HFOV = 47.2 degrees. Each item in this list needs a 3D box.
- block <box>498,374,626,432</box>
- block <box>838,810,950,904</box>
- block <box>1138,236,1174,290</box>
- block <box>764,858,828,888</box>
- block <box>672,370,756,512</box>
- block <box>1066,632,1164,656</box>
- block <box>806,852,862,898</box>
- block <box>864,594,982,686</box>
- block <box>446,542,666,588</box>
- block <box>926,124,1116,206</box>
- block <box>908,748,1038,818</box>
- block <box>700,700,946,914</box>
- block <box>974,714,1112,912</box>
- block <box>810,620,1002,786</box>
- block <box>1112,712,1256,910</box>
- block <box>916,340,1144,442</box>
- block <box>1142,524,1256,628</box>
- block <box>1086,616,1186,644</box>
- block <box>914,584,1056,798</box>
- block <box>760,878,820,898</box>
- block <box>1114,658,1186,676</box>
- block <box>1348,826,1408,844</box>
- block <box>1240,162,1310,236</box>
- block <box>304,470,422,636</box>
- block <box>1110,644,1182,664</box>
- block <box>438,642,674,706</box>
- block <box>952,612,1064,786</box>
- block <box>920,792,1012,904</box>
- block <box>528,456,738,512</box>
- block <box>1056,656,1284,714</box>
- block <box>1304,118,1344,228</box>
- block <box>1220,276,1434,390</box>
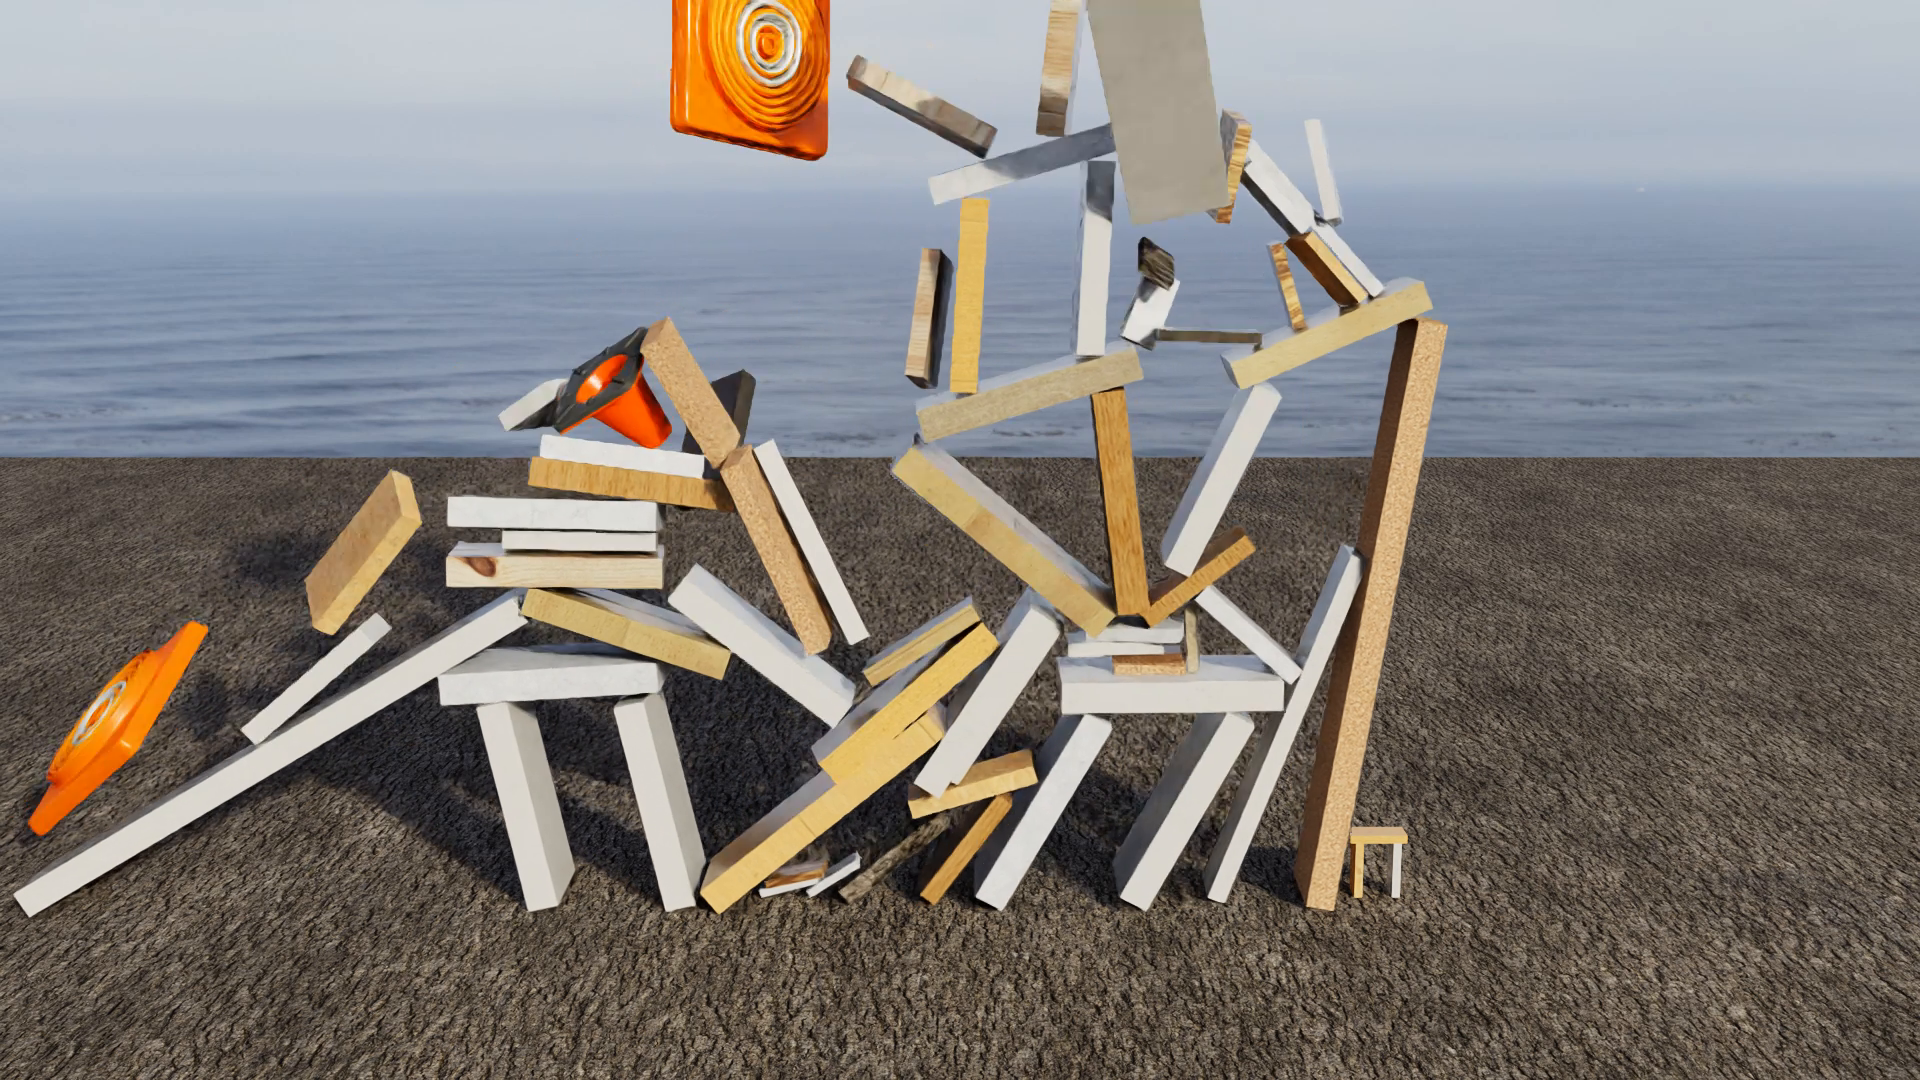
[{"bbox_3d":[-0.688,-0.239,3.817,0.116,0.033,0.232,-31,-5,22],"label":"block"},{"bbox_3d":[-0.110,0.513,3.651,0.212,0.030,0.106,-39,9,6],"label":"block"},{"bbox_3d":[0.312,-0.442,3.510,0.060,0.017,0.120,33,25,-12],"label":"block"},{"bbox_3d":[-0.272,0.555,3.657,0.098,0.014,0.049,-13,10,10],"label":"block"},{"bbox_3d":[-0.439,-0.177,3.920,0.123,0.247,0.035,-17,-39,36],"label":"block"},{"bbox_3d":[0.252,0.168,3.598,0.154,0.022,0.077,-2,12,0],"label":"block"},{"bbox_3d":[-0.210,0.558,3.667,0.098,0.014,0.049,-32,9,5],"label":"block"},{"bbox_3d":[-0.060,0.163,3.579,0.207,0.029,0.104,-32,5,5],"label":"block"},{"bbox_3d":[-0.647,0.040,3.548,0.336,0.048,0.168,1,8,-6],"label":"block"},{"bbox_3d":[0.108,-0.597,3.476,0.301,0.043,0.150,-15,10,12],"label":"block"},{"bbox_3d":[0.021,0.401,3.633,0.212,0.030,0.106,-17,10,3],"label":"block"},{"bbox_3d":[-0.223,0.427,3.624,0.474,0.049,0.172,-39,8,7],"label":"block"},{"bbox_3d":[0.134,0.426,3.642,0.050,0.355,0.177,29,9,-5],"label":"block"},{"bbox_3d":[-0.092,0.257,3.598,0.344,0.049,0.172,-41,8,-4],"label":"block"},{"bbox_3d":[0.366,0.425,3.641,0.050,0.355,0.177,28,9,-5],"label":"block"},{"bbox_3d":[0.109,-0.242,3.526,0.357,0.051,0.179,-16,9,2],"label":"block"},{"bbox_3d":[0.384,0.057,3.570,0.210,0.030,0.105,-38,7,9],"label":"block"},{"bbox_3d":[0.288,0.146,3.587,0.154,0.022,0.077,1,12,17],"label":"block"},{"bbox_3d":[0.040,0.246,3.592,0.049,0.344,0.172,32,10,-5],"label":"block"},{"bbox_3d":[-0.284,0.571,3.669,0.098,0.014,0.049,-14,10,2],"label":"block"},{"bbox_3d":[0.311,0.206,3.589,0.113,0.016,0.057,1,11,7],"label":"block"},{"bbox_3d":[0.692,0.491,3.655,0.094,0.013,0.047,0,11,0],"label":"block"},{"bbox_3d":[0.488,-0.535,3.450,0.020,0.138,0.069,-44,10,-2],"label":"block"},{"bbox_3d":[-0.988,0.021,3.633,0.037,0.259,0.130,28,22,-38],"label":"block"},{"bbox_3d":[0.304,0.187,3.599,0.113,0.016,0.057,-1,12,1],"label":"block"},{"bbox_3d":[-0.658,0.214,3.601,0.350,0.050,0.175,-3,11,1],"label":"block"},{"bbox_3d":[0.074,0.258,3.599,0.022,0.316,0.077,32,10,-5],"label":"block"},{"bbox_3d":[0.009,0.498,3.649,0.030,0.212,0.106,36,8,-7],"label":"block"},{"bbox_3d":[-0.524,-0.090,3.575,0.326,0.046,0.163,7,0,-3],"label":"block"},{"bbox_3d":[0.340,0.236,3.607,0.355,0.050,0.177,-1,11,0],"label":"block"},{"bbox_3d":[0.571,-0.575,3.447,0.022,0.158,0.079,-12,-3,15],"label":"block"},{"bbox_3d":[0.578,-0.331,3.494,0.321,0.046,0.161,-23,9,5],"label":"block"}]
